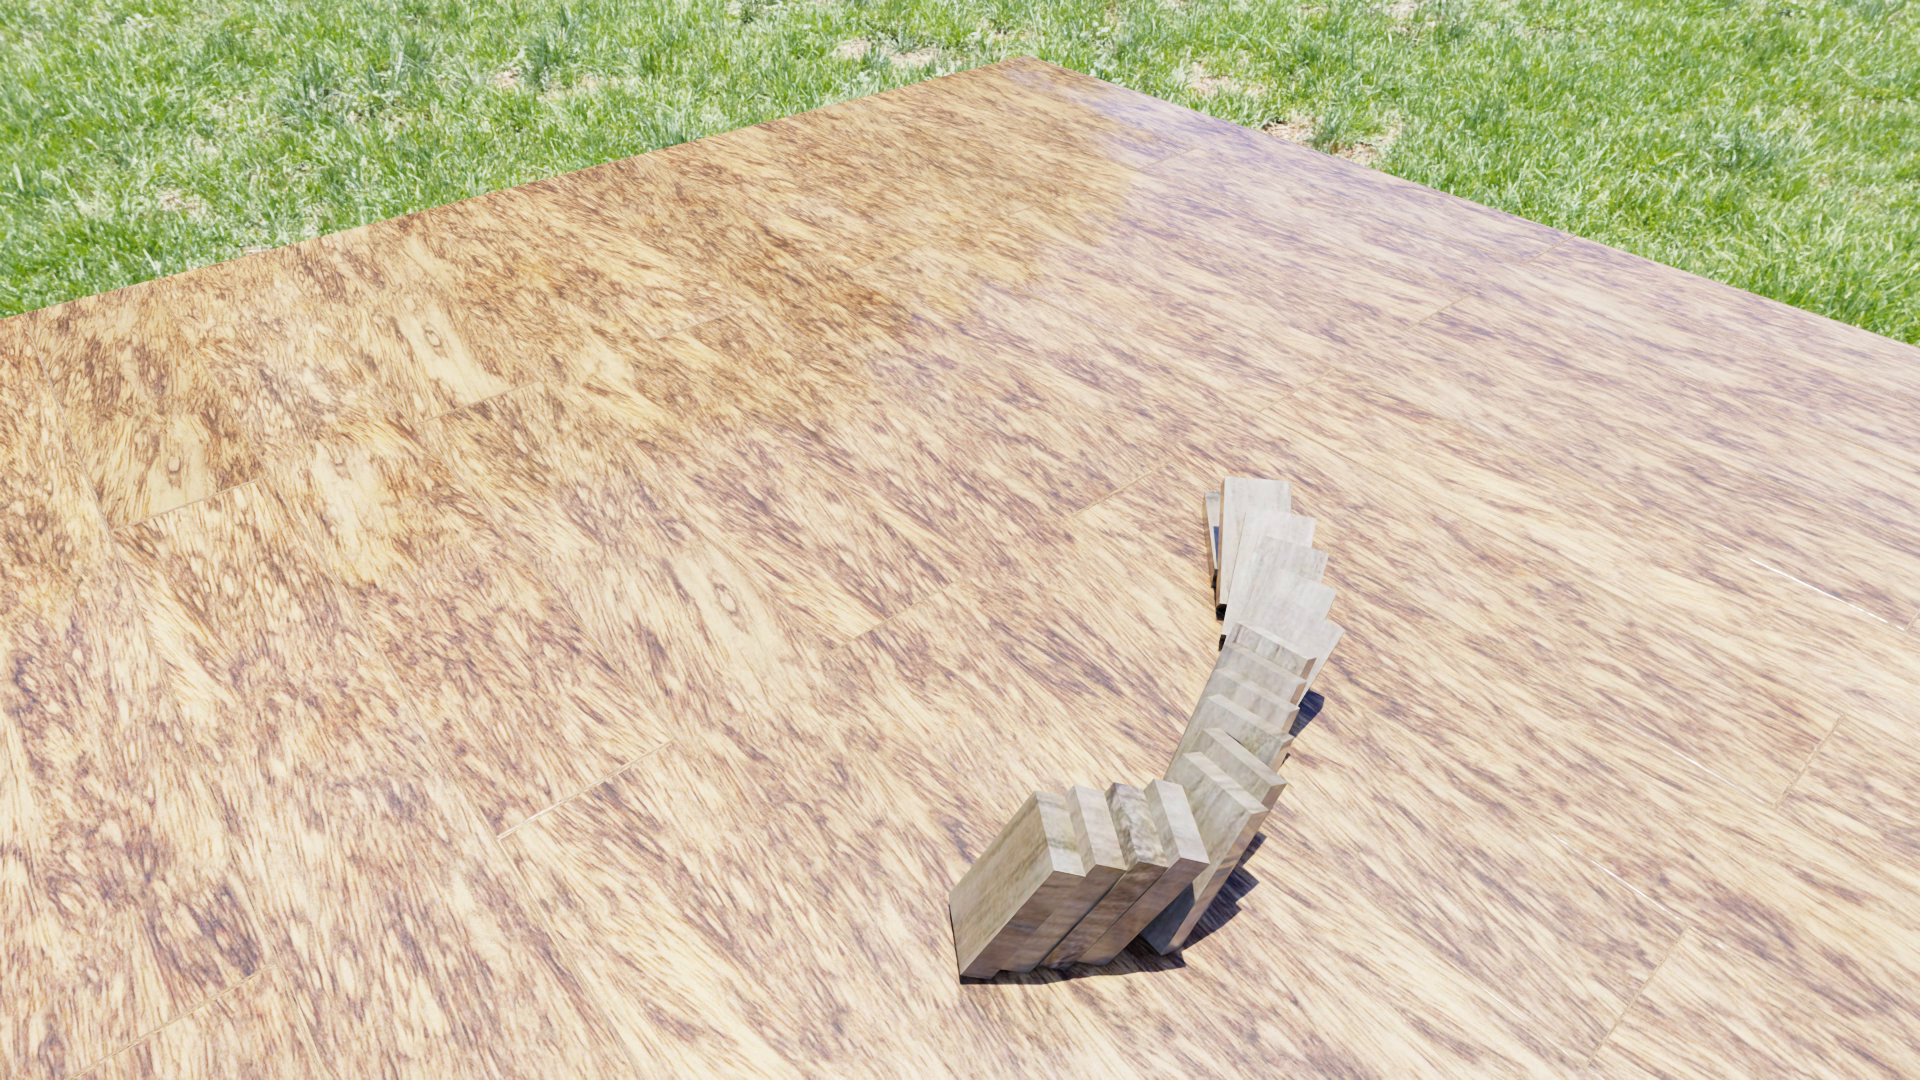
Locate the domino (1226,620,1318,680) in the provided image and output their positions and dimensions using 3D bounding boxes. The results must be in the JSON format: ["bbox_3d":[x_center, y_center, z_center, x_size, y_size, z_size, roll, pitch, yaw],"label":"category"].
[{"bbox_3d":[0.090,0.053,0.348,0.025,0.050,0.009,30,16,31],"label":"domino"}]

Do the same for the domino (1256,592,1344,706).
[{"bbox_3d":[0.103,0.045,0.365,0.025,0.009,0.050,32,81,21],"label":"domino"}]

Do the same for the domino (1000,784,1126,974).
[{"bbox_3d":[0.025,0.093,0.299,0.009,0.050,0.025,18,34,-23],"label":"domino"}]

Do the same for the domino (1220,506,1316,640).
[{"bbox_3d":[0.113,0.014,0.405,0.025,0.010,0.050,12,75,13],"label":"domino"}]

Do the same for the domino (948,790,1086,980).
[{"bbox_3d":[0.014,0.094,0.298,0.010,0.050,0.025,18,34,-23],"label":"domino"}]

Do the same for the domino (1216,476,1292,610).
[{"bbox_3d":[0.112,0.002,0.419,0.025,0.010,0.050,5,75,5],"label":"domino"}]

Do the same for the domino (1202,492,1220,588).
[{"bbox_3d":[0.113,0.000,0.444,0.025,0.010,0.050,3,39,4],"label":"domino"}]

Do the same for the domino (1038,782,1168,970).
[{"bbox_3d":[0.036,0.092,0.300,0.009,0.050,0.025,18,34,-23],"label":"domino"}]

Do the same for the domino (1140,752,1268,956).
[{"bbox_3d":[0.062,0.087,0.307,0.009,0.050,0.025,6,26,-47],"label":"domino"}]

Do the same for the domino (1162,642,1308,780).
[{"bbox_3d":[0.084,0.060,0.340,0.025,0.050,0.010,30,16,31],"label":"domino"}]

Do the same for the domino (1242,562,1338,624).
[{"bbox_3d":[0.107,0.036,0.378,0.025,0.009,0.050,23,78,20],"label":"domino"}]

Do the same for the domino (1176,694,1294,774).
[{"bbox_3d":[0.075,0.074,0.323,0.025,0.050,0.009,30,17,31],"label":"domino"}]

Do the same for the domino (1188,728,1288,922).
[{"bbox_3d":[0.069,0.082,0.314,0.010,0.050,0.025,6,26,-47],"label":"domino"}]

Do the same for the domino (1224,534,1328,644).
[{"bbox_3d":[0.111,0.025,0.391,0.025,0.010,0.050,17,77,17],"label":"domino"}]

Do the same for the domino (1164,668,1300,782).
[{"bbox_3d":[0.079,0.067,0.332,0.025,0.050,0.010,30,17,31],"label":"domino"}]

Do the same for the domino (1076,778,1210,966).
[{"bbox_3d":[0.046,0.091,0.301,0.010,0.050,0.025,18,34,-23],"label":"domino"}]
